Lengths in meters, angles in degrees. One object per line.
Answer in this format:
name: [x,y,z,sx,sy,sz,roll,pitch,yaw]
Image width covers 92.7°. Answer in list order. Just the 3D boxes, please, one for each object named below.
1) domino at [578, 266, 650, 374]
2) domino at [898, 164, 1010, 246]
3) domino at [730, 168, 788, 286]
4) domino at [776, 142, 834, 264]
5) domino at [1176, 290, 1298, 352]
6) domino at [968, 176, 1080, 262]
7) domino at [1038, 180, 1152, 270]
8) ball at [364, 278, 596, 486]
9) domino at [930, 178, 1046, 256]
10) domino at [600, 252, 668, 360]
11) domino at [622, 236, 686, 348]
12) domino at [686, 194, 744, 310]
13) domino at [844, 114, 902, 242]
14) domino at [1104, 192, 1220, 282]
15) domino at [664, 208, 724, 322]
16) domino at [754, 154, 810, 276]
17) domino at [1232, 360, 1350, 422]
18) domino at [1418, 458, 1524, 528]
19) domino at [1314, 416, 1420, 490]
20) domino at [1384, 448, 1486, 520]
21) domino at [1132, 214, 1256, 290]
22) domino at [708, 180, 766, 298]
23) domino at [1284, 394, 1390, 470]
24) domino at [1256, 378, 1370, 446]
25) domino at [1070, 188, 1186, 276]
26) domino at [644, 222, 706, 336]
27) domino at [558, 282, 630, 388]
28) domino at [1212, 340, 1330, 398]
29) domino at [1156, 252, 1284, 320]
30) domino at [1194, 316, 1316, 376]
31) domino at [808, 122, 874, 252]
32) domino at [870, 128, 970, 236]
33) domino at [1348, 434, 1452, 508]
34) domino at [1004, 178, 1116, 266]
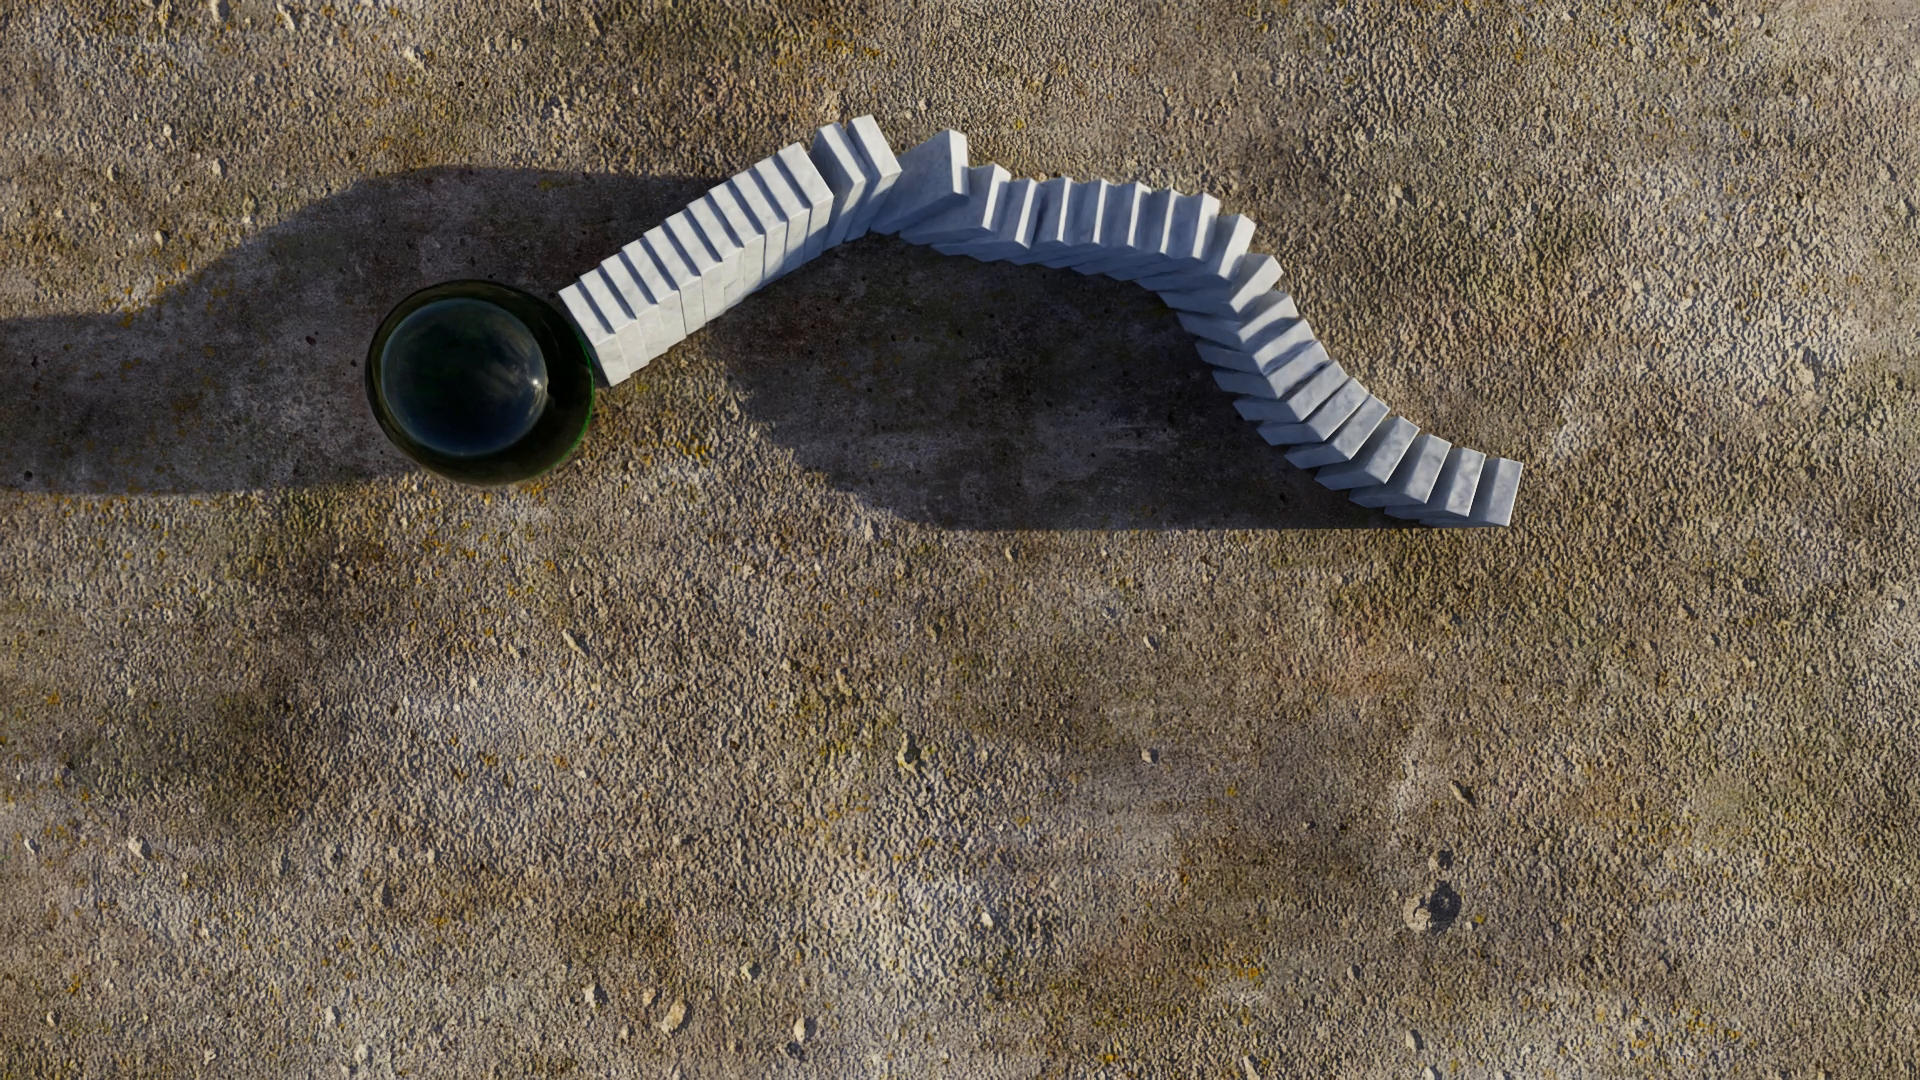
domino: [-0.141,-0.089,0.375,0.009,0.050,0.025,-33,90,-16]
domino: [-0.003,-0.138,0.379,0.050,0.009,0.025,12,90,44]
domino: [-0.083,-0.127,0.375,0.009,0.050,0.025,-33,90,-16]
domino: [-0.065,-0.136,0.375,0.009,0.050,0.025,-33,90,-17]
domino: [0.112,-0.093,0.376,0.025,0.050,0.010,-35,117,0]
domino: [0.026,-0.132,0.379,0.010,0.050,0.025,8,90,-45]
domino: [0.054,-0.129,0.378,0.010,0.050,0.025,8,90,-40]
ball: [-0.186,-0.061,0.360,0.080,0.080,0.080,0,90,0]
domino: [0.010,-0.133,0.379,0.050,0.009,0.025,14,90,45]
domino: [-0.132,-0.094,0.375,0.009,0.050,0.025,-33,90,-16]
domino: [-0.124,-0.100,0.375,0.009,0.050,0.025,-33,90,-16]
domino: [-0.100,-0.116,0.375,0.009,0.050,0.025,-33,90,-16]
domino: [-0.042,-0.147,0.376,0.010,0.050,0.025,-29,90,-26]
domino: [0.082,-0.123,0.377,0.009,0.050,0.025,10,90,-34]
domino: [-0.108,-0.111,0.375,0.010,0.050,0.025,-33,90,-16]
domino: [-0.074,-0.131,0.375,0.009,0.050,0.025,-33,90,-16]
domino: [0.134,-0.061,0.375,0.025,0.050,0.009,-41,101,0]
domino: [0.208,-0.018,0.375,0.010,0.050,0.025,14,90,0]
domino: [0.165,-0.035,0.375,0.010,0.050,0.025,32,90,0]
domino: [0.193,-0.022,0.375,0.010,0.050,0.025,16,90,0]
domino: [0.095,-0.117,0.376,0.010,0.050,0.025,21,90,-32]
domino: [-0.091,-0.122,0.375,0.009,0.050,0.025,-33,90,-16]
domino: [0.153,-0.043,0.375,0.010,0.050,0.025,39,90,-1]
domino: [0.143,-0.052,0.375,0.025,0.050,0.009,-45,96,0]
domino: [0.068,-0.126,0.377,0.010,0.050,0.025,10,90,-37]
domino: [-0.116,-0.105,0.375,0.009,0.050,0.025,-33,90,-16]
domino: [-0.149,-0.083,0.375,0.009,0.050,0.025,-33,90,-16]
domino: [0.126,-0.071,0.375,0.025,0.050,0.009,-35,106,0]
domino: [0.105,-0.106,0.376,0.025,0.050,0.009,-49,120,0]
domino: [0.119,-0.081,0.375,0.025,0.050,0.009,-35,111,0]
domino: [-0.053,-0.143,0.376,0.010,0.050,0.025,-33,90,-26]
domino: [-0.018,-0.147,0.379,0.050,0.010,0.025,-6,87,44]
domino: [0.179,-0.027,0.375,0.009,0.050,0.025,23,90,0]
domino: [0.040,-0.130,0.378,0.010,0.050,0.025,8,90,-42]
